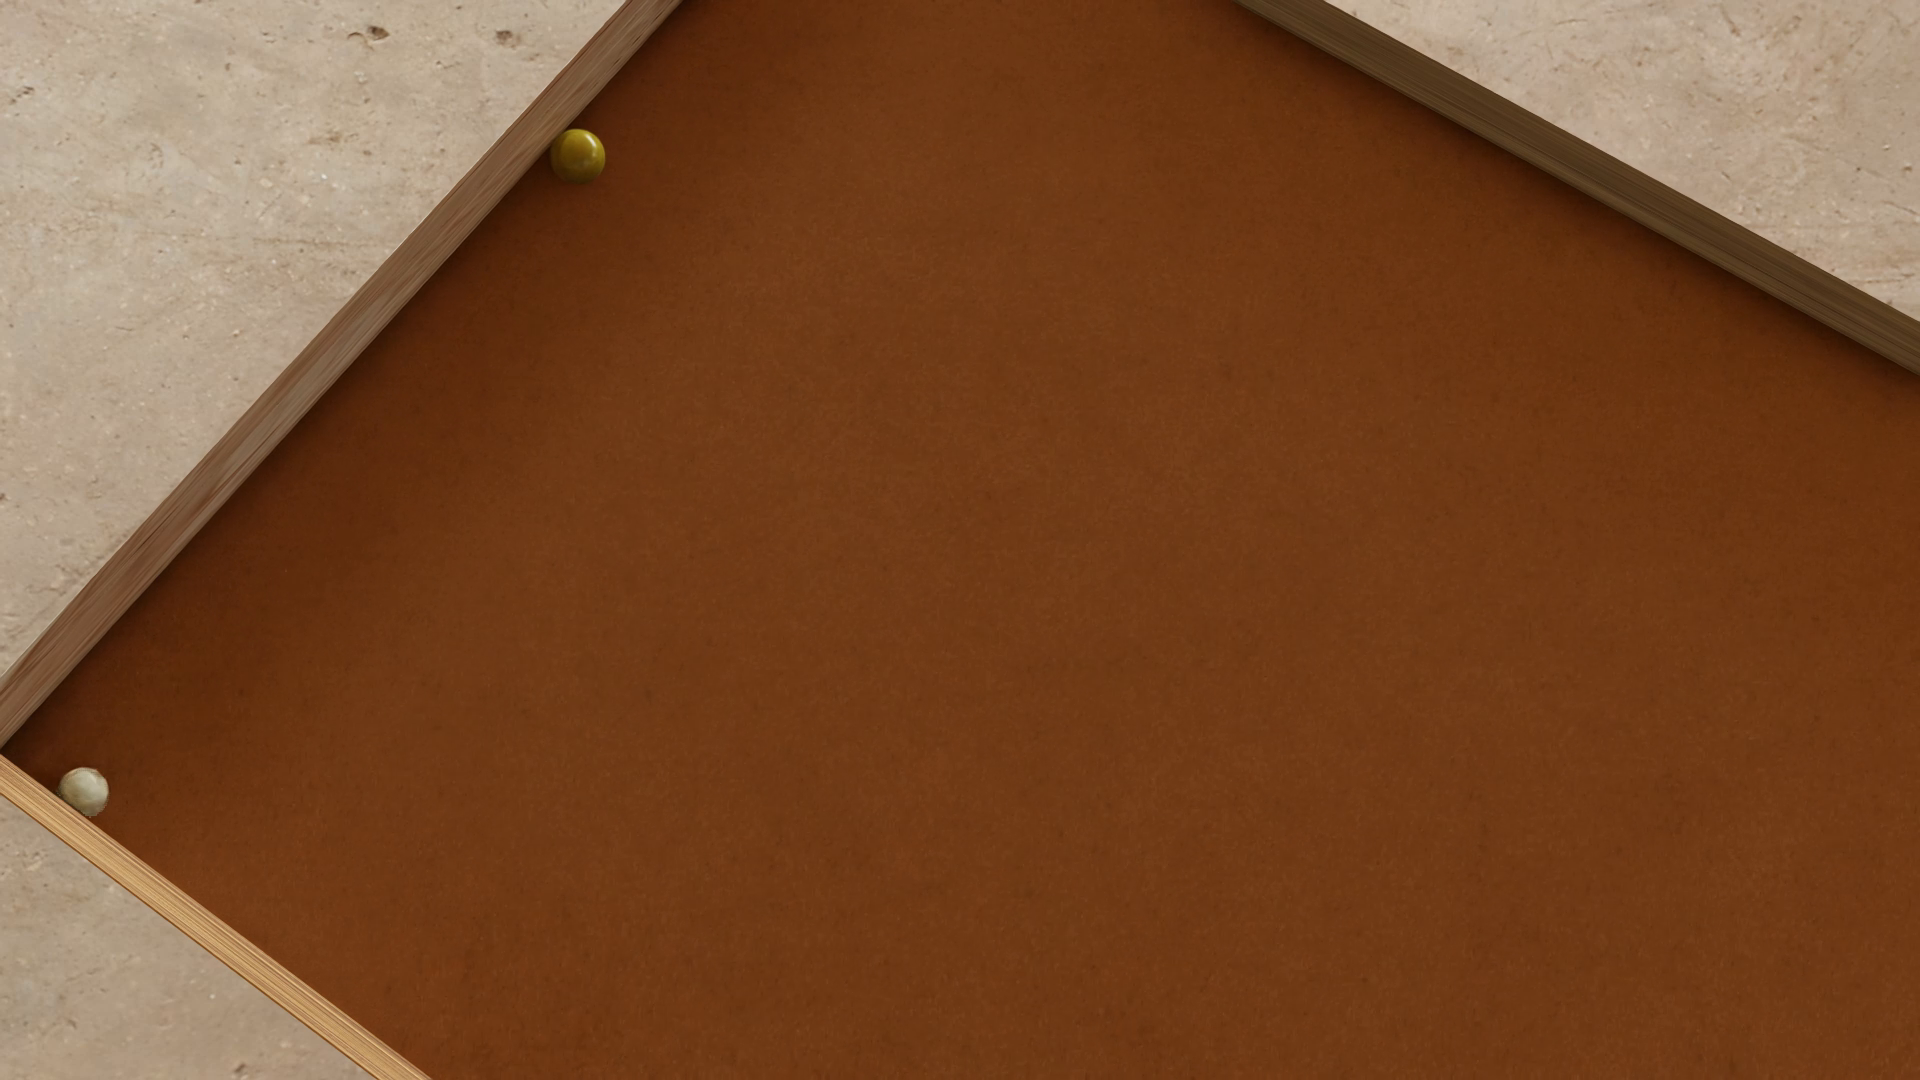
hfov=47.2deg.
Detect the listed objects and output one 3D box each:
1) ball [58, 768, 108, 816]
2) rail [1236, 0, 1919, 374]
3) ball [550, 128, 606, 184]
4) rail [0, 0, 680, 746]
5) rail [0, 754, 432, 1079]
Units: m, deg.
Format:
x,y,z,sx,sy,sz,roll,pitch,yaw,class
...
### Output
x,y,z,sx,sy,sz,roll,pitch,yaw,class
-1.342,0.385,3.364,0.073,0.073,0.073,0,66,0,ball
1.523,-0.335,3.652,4.199,0.125,0.045,32,70,13,rail
-0.664,-0.665,3.815,0.096,0.096,0.096,0,66,0,ball
-0.844,-0.544,3.745,0.045,0.125,2.367,32,70,13,rail
0.203,1.409,2.882,4.199,0.125,0.045,32,70,13,rail
